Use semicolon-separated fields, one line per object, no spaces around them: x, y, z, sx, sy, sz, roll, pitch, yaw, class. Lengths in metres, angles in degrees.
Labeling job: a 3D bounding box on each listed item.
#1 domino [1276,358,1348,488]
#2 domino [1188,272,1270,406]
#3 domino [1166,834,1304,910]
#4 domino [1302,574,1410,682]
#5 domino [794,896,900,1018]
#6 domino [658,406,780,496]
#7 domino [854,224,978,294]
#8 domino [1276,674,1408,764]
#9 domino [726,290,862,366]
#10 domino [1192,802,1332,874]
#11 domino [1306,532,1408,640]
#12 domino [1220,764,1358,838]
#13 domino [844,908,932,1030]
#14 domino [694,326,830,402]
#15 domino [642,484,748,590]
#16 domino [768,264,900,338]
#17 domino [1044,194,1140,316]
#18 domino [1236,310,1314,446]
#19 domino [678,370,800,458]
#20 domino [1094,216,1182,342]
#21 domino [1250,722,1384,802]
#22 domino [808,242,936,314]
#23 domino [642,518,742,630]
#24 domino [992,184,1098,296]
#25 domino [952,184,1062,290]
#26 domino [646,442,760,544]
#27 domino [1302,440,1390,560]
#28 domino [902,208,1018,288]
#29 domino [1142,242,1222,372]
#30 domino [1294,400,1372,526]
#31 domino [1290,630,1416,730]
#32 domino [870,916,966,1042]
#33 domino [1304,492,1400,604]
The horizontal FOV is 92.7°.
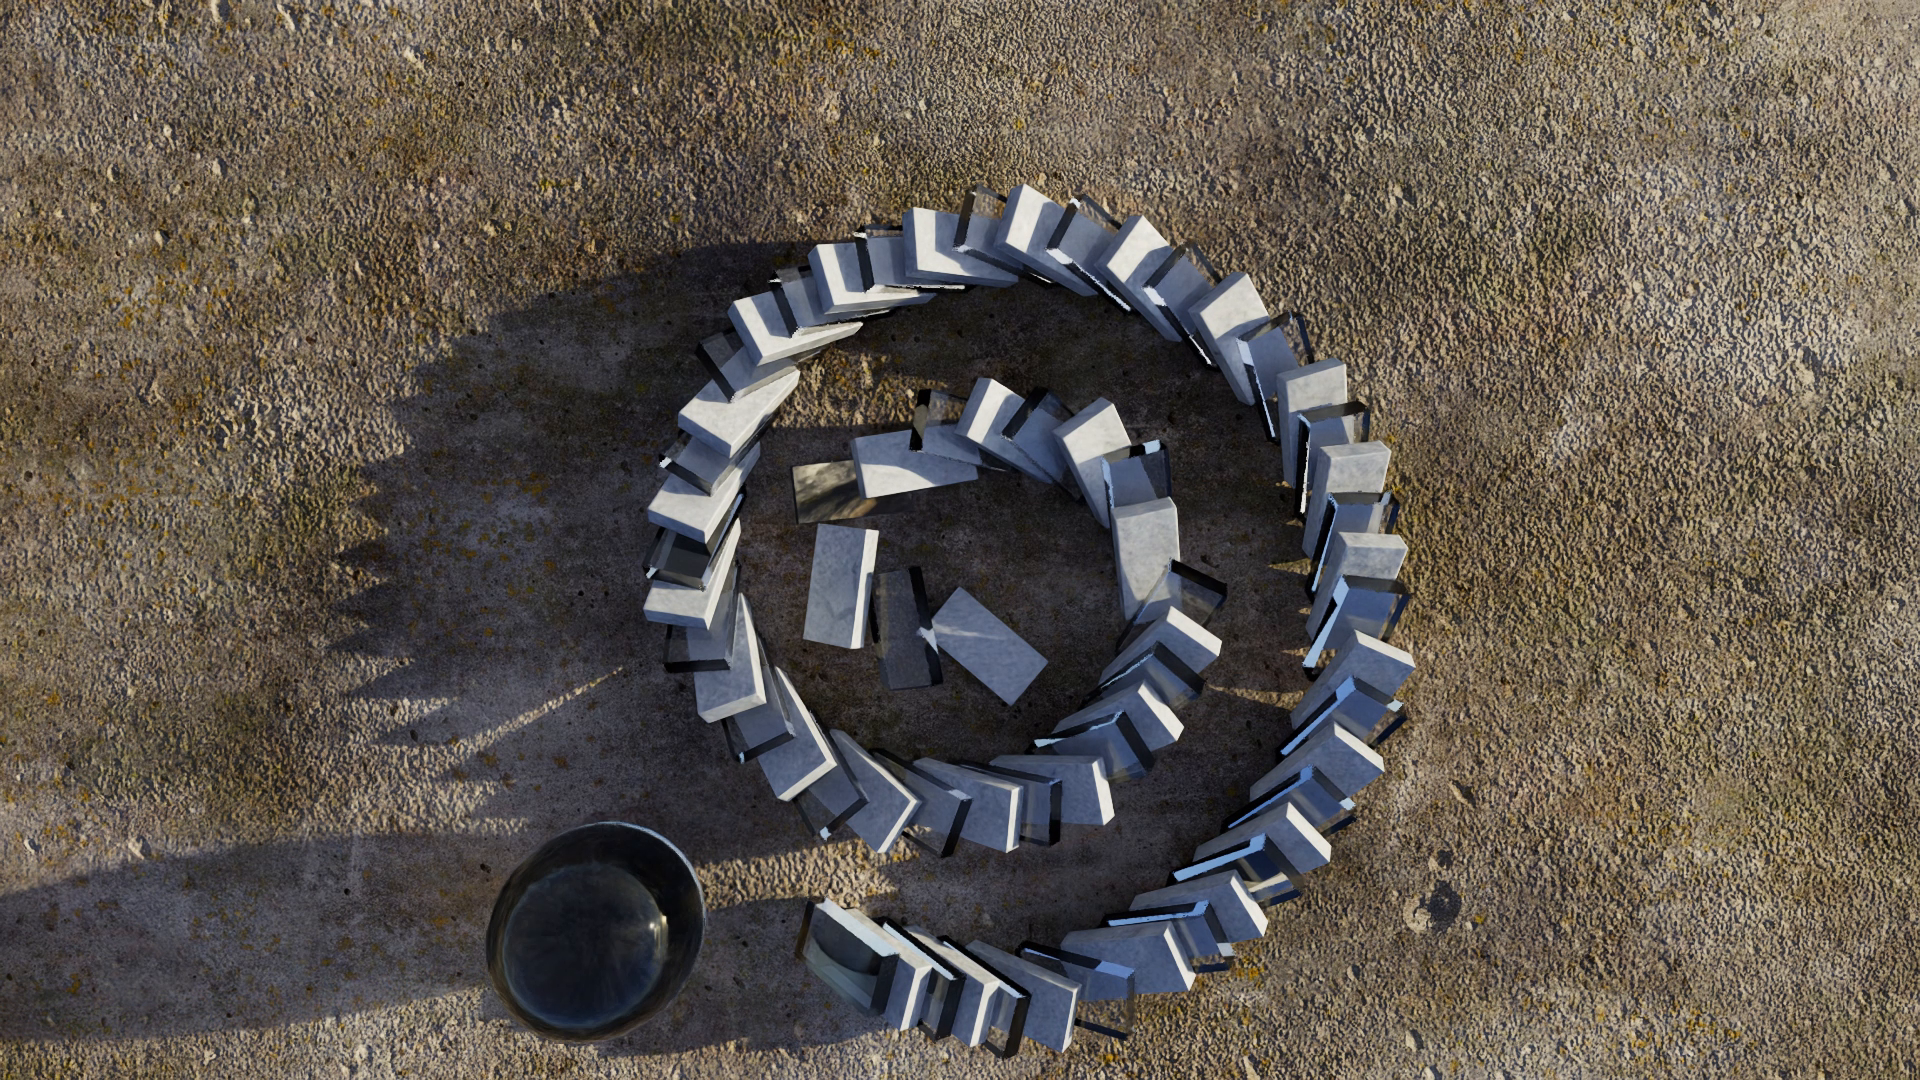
0.148;-0.048;0.383;0.025;0.009;0.050;-17;120;0;domino
0.119;-0.084;0.384;0.025;0.010;0.050;-40;118;0;domino
0.114;0.143;0.381;0.025;0.010;0.050;49;125;-3;domino
0.164;0.039;0.382;0.025;0.010;0.050;7;124;-2;domino
-0.048;0.171;0.379;0.050;0.010;0.025;15;90;44;domino
-0.100;-0.044;0.382;0.025;0.010;0.050;31;57;0;domino
-0.018;-0.117;0.382;0.050;0.010;0.025;-10;89;-33;domino
0.158;0.081;0.383;0.025;0.009;0.050;30;121;-2;domino
-0.068;-0.092;0.382;0.050;0.009;0.025;-28;89;-34;domino
0.125;0.131;0.382;0.025;0.010;0.050;46;125;-1;domino
0.164;0.021;0.382;0.025;0.009;0.050;3;124;-2;domino
0.137;0.117;0.383;0.025;0.009;0.050;44;121;0;domino
-0.035;0.176;0.379;0.050;0.010;0.025;15;90;44;domino
-0.082;-0.080;0.383;0.050;0.010;0.025;-36;90;-33;domino
-0.110;-0.005;0.381;0.025;0.010;0.050;12;56;3;domino
-0.052;-0.102;0.382;0.050;0.009;0.025;-22;90;-33;domino
0.061;-0.118;0.383;0.050;0.010;0.025;29;88;-30;domino
0.136;-0.067;0.384;0.025;0.009;0.050;-27;117;0;domino
-0.091;-0.059;0.382;0.025;0.010;0.050;32;55;1;domino
0.082;-0.109;0.384;0.050;0.009;0.025;35;90;-29;domino
0.148;0.100;0.383;0.025;0.010;0.050;37;121;-1;domino
-0.036;-0.110;0.382;0.050;0.009;0.025;-16;88;-33;domino
-0.111;0.012;0.382;0.025;0.010;0.050;9;56;1;domino
0.040;-0.124;0.382;0.050;0.010;0.025;19;87;-31;domino
0.023;-0.126;0.383;0.050;0.010;0.025;13;90;-31;domino
-0.106;-0.025;0.382;0.025;0.010;0.050;22;57;1;domino
0.160;-0.016;0.381;0.025;0.009;0.050;-7;125;-4;domino
0.001;-0.121;0.382;0.050;0.009;0.025;-4;89;-33;domino
0.101;-0.097;0.384;0.025;0.009;0.050;-48;118;0;domino
0.154;-0.031;0.382;0.025;0.010;0.050;-12;125;-1;domino
0.163;0.064;0.383;0.025;0.010;0.050;24;120;0;domino
-0.021;0.180;0.379;0.050;0.009;0.025;16;91;44;domino
0.163;0.004;0.382;0.025;0.009;0.050;-1;124;-1;domino
